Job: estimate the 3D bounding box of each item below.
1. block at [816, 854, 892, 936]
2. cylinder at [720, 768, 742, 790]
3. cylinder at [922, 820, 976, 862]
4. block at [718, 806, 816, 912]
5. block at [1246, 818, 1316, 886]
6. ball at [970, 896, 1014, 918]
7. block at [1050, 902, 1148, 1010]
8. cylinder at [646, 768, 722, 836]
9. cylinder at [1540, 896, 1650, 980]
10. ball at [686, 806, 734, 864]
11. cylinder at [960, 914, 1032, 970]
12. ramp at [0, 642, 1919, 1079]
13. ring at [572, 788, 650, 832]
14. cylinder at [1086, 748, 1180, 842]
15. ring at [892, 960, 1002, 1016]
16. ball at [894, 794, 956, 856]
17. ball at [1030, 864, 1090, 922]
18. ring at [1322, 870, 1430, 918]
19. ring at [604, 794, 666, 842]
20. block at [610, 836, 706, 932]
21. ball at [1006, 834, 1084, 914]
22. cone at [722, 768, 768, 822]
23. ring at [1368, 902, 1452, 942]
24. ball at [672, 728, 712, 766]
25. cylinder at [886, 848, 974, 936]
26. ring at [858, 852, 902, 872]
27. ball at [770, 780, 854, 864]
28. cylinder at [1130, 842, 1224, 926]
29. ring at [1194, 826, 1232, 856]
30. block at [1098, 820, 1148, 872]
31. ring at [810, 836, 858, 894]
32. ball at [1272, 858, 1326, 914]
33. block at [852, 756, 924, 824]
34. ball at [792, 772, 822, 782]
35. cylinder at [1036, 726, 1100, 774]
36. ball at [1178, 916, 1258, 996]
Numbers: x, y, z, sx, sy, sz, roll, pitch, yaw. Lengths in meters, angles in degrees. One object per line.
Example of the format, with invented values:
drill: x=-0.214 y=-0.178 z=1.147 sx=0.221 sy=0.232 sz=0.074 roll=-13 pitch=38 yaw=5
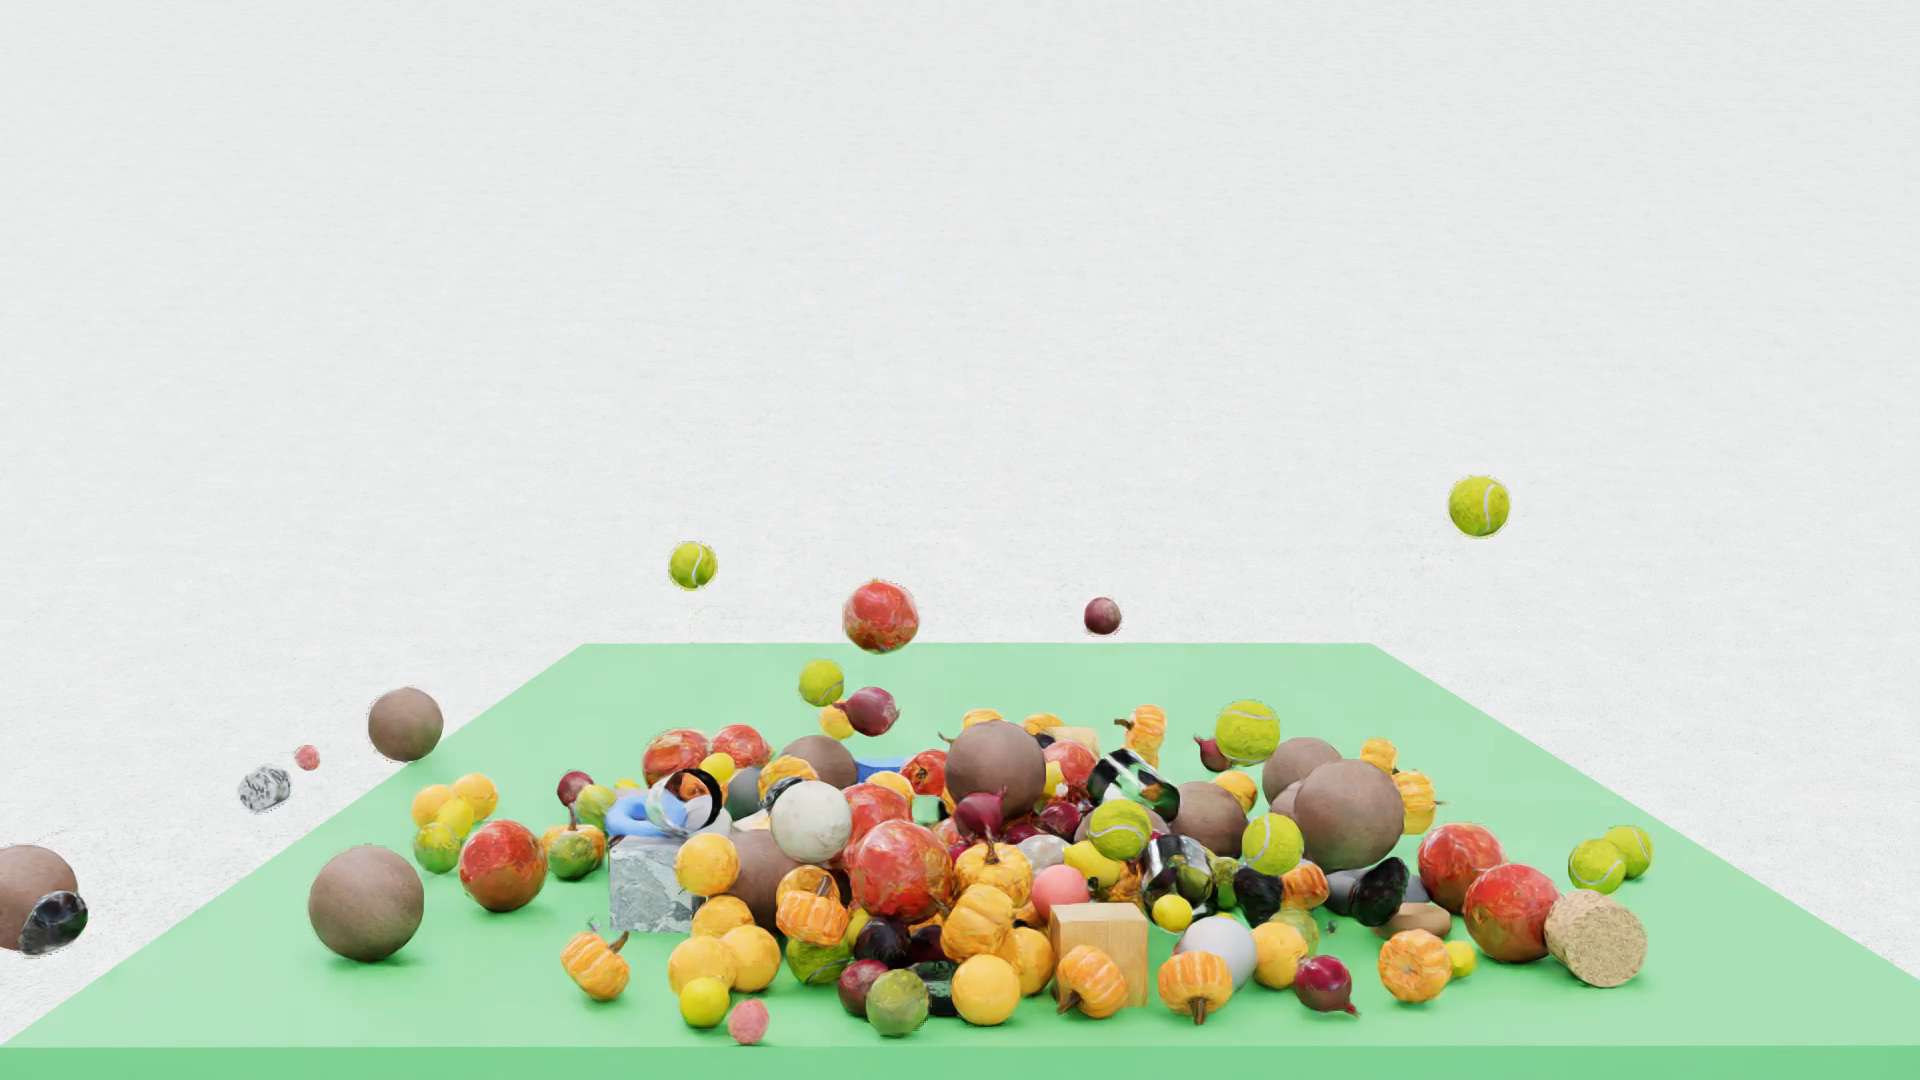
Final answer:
block: x=-0.128 y=0.426 z=3.086 sx=0.080 sy=0.080 sz=0.080 roll=-1 pitch=3 yaw=-11
cylinder: x=-0.328 y=0.382 z=3.900 sx=0.053 sy=0.053 sz=0.053 roll=15 pitch=-18 yaw=34
cylinder: x=-0.015 y=0.391 z=3.335 sx=0.052 sy=0.052 sz=0.052 roll=12 pitch=0 yaw=30
block: x=-0.235 y=0.397 z=3.203 sx=0.084 sy=0.084 sz=0.084 roll=23 pitch=21 yaw=26
block: x=0.422 y=0.410 z=3.383 sx=0.077 sy=0.077 sz=0.077 roll=0 pitch=3 yaw=-5
ball: x=0.038 y=0.445 z=3.019 sx=0.051 sy=0.051 sz=0.051 roll=0 pitch=20 yaw=0
block: x=0.146 y=0.441 z=2.731 sx=0.092 sy=0.092 sz=0.092 roll=0 pitch=3 yaw=-5
cylinder: x=-0.336 y=0.320 z=3.130 sx=0.076 sy=0.076 sz=0.076 roll=-9 pitch=-8 yaw=-23
cylinder: x=0.695 y=0.435 z=2.813 sx=0.089 sy=0.089 sz=0.089 roll=-4 pitch=-7 yaw=-11
ball: x=-0.353 y=0.397 z=3.501 sx=0.090 sy=0.090 sz=0.090 roll=0 pitch=20 yaw=0
cylinder: x=0.040 y=0.449 z=2.869 sx=0.057 sy=0.057 sz=0.057 roll=-1 pitch=15 yaw=40
ramp: x=0.048 y=0.430 z=4.533 sx=2.000 sy=0.100 sz=4.000 roll=0 pitch=3 yaw=0
ring: x=-0.500 y=0.399 z=3.805 sx=0.150 sy=0.050 sz=0.150 roll=0 pitch=2 yaw=0
cylinder: x=0.226 y=0.332 z=3.351 sx=0.088 sy=0.088 sz=0.088 roll=-12 pitch=32 yaw=-29
ring: x=-0.014 y=0.471 z=2.699 sx=0.116 sy=0.039 sz=0.116 roll=0 pitch=5 yaw=0
ball: x=-0.046 y=0.384 z=3.454 sx=0.084 sy=0.084 sz=0.084 roll=0 pitch=20 yaw=0
ball: x=0.113 y=0.399 z=2.889 sx=0.067 sy=0.067 sz=0.067 roll=0 pitch=20 yaw=0
ring: x=0.513 y=0.437 z=3.180 sx=0.137 sy=0.046 sz=0.137 roll=1 pitch=1 yaw=0
ring: x=-0.421 y=0.372 z=3.413 sx=0.102 sy=0.034 sz=0.102 roll=1 pitch=26 yaw=0
block: x=-0.365 y=0.416 z=3.112 sx=0.098 sy=0.098 sz=0.098 roll=0 pitch=3 yaw=5
ball: x=0.099 y=0.389 z=2.992 sx=0.092 sy=0.092 sz=0.092 roll=0 pitch=20 yaw=0
cone: x=-0.295 y=0.402 z=3.822 sx=0.093 sy=0.093 sz=0.093 roll=34 pitch=37 yaw=32
ring: x=0.533 y=0.453 z=3.040 sx=0.098 sy=0.033 sz=0.098 roll=-1 pitch=5 yaw=0
ball: x=-0.459 y=0.355 z=4.399 sx=0.067 sy=0.067 sz=0.067 roll=0 pitch=20 yaw=0
cylinder: x=-0.036 y=0.416 z=3.035 sx=0.073 sy=0.073 sz=0.073 roll=-43 pitch=37 yaw=-18
ring: x=-0.117 y=0.432 z=3.435 sx=0.079 sy=0.026 sz=0.079 roll=-2 pitch=-1 yaw=0
ball: x=-0.165 y=0.313 z=2.852 sx=0.092 sy=0.092 sz=0.092 roll=0 pitch=20 yaw=0
cylinder: x=0.246 y=0.388 z=2.903 sx=0.085 sy=0.085 sz=0.085 roll=-5 pitch=0 yaw=-12
ring: x=0.332 y=0.420 z=3.590 sx=0.098 sy=0.033 sz=0.098 roll=0 pitch=2 yaw=0
block: x=0.220 y=0.413 z=3.475 sx=0.060 sy=0.060 sz=0.060 roll=0 pitch=3 yaw=-6
ring: x=-0.187 y=0.404 z=3.314 sx=0.115 sy=0.038 sz=0.115 roll=8 pitch=51 yaw=-11
ball: x=0.417 y=0.425 z=3.157 sx=0.067 sy=0.067 sz=0.067 roll=0 pitch=20 yaw=0
block: x=-0.108 y=0.377 z=3.881 sx=0.084 sy=0.084 sz=0.084 roll=-2 pitch=4 yaw=-24
ball: x=-0.237 y=0.386 z=3.936 sx=0.061 sy=0.061 sz=0.061 roll=0 pitch=20 yaw=0
cylinder: x=0.180 y=0.351 z=4.272 sx=0.079 sy=0.079 sz=0.079 roll=3 pitch=18 yaw=-22
ball: x=0.275 y=0.444 z=2.741 sx=0.085 sy=0.085 sz=0.085 roll=0 pitch=20 yaw=0
